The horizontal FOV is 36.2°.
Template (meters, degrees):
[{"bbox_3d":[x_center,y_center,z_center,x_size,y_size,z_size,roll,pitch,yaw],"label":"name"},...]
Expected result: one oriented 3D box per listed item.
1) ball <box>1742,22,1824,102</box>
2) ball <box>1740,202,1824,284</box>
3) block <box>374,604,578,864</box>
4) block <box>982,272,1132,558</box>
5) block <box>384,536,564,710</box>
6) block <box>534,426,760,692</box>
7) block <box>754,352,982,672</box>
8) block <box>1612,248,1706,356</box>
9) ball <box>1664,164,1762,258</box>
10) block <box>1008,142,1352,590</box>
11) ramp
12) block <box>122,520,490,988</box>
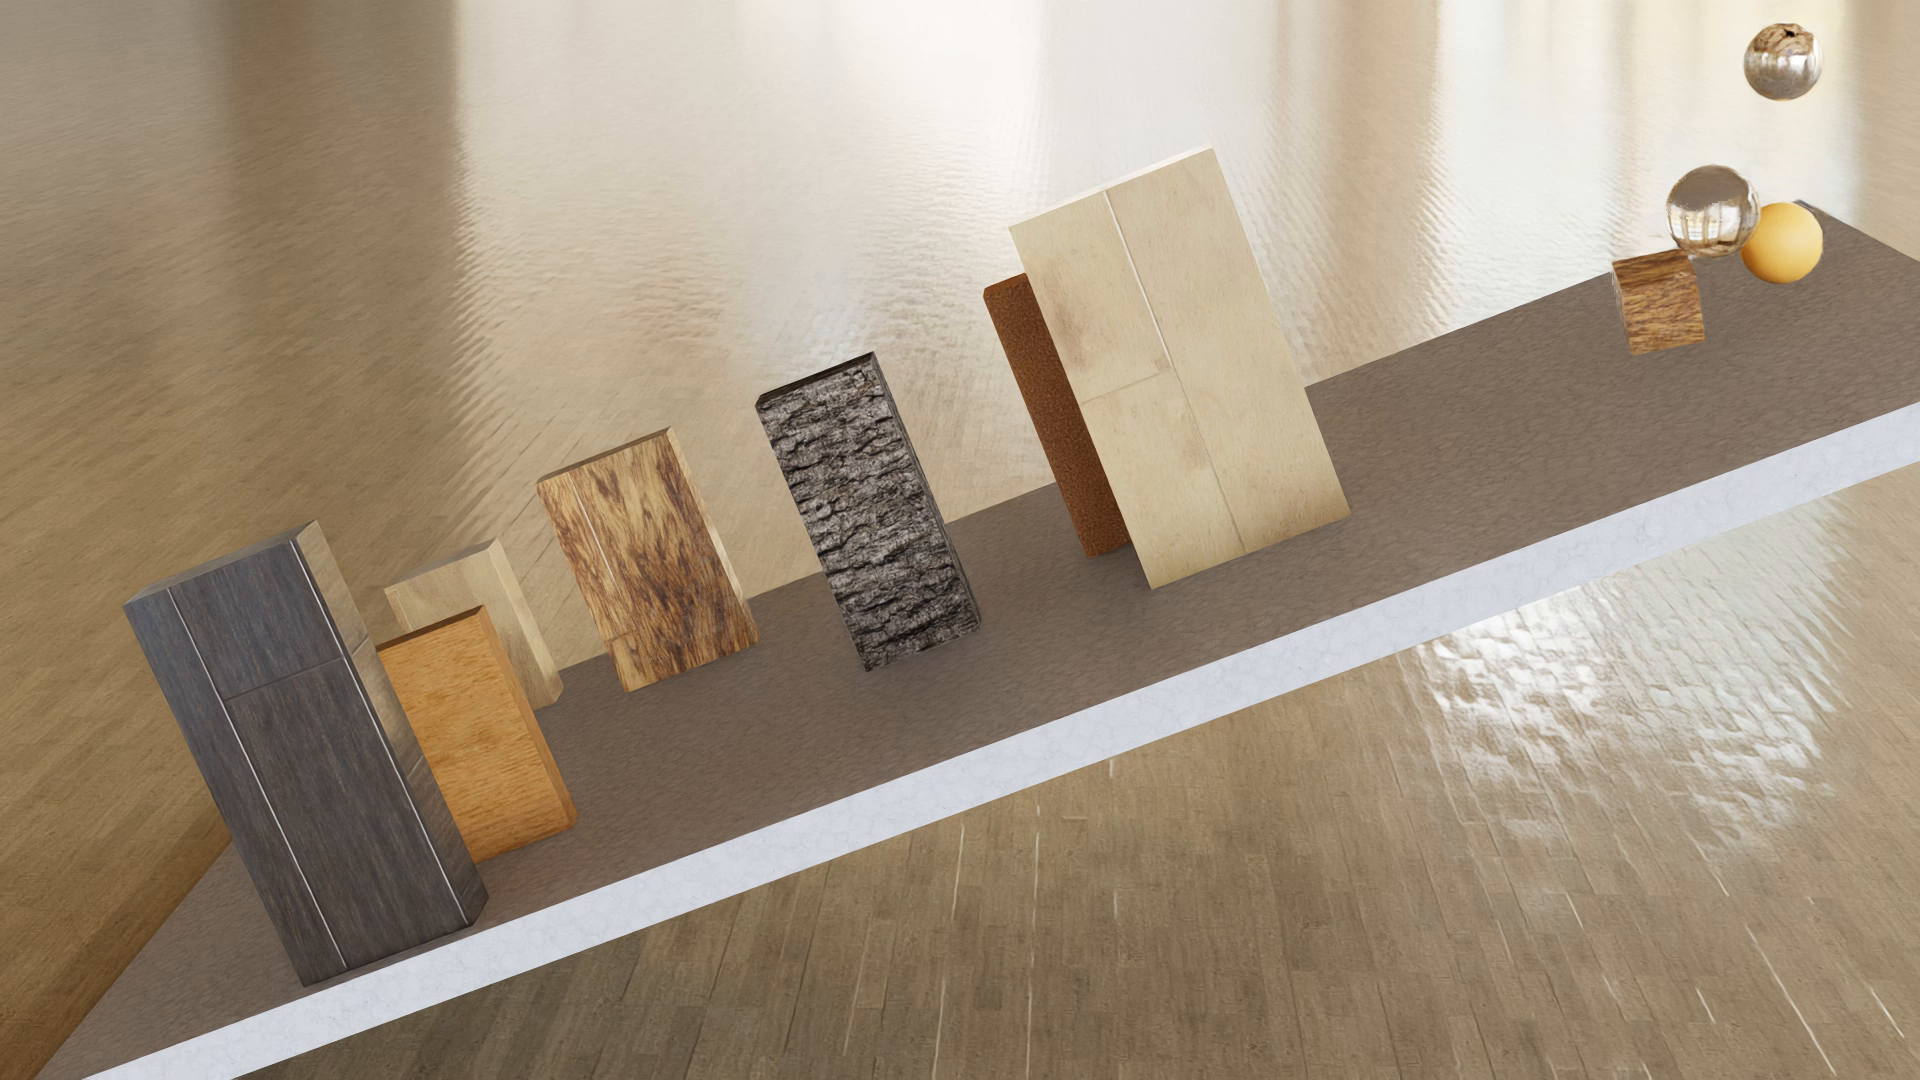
[{"bbox_3d":[1.568,-0.911,5.601,0.150,0.150,0.150,0,14,0],"label":"ball"},{"bbox_3d":[1.713,-0.620,6.138,0.170,0.170,0.170,0,14,0],"label":"ball"},{"bbox_3d":[-1.064,0.428,5.912,0.432,0.475,0.080,-21,12,7],"label":"block"},{"bbox_3d":[0.295,-0.301,6.338,0.282,0.614,0.126,-21,12,7],"label":"block"},{"bbox_3d":[-1.171,0.239,7.103,0.273,0.407,0.125,-21,12,7],"label":"block"},{"bbox_3d":[-0.723,0.047,6.831,0.331,0.535,0.089,-21,12,7],"label":"block"},{"bbox_3d":[-0.188,-0.058,6.145,0.257,0.611,0.121,-21,12,7],"label":"block"},{"bbox_3d":[1.422,-0.487,5.988,0.148,0.148,0.148,-11,26,10],"label":"block"},{"bbox_3d":[1.548,-0.676,6.049,0.194,0.194,0.194,0,14,0],"label":"ball"},{"bbox_3d":[0.439,-0.341,5.843,0.425,0.784,0.097,-21,12,7],"label":"block"},{"bbox_3d":[0.123,0.174,6.291,4.000,0.100,2.000,-21,12,7],"label":"ramp"},{"bbox_3d":[-1.218,0.403,5.512,0.354,0.800,0.146,-21,12,7],"label":"block"}]
